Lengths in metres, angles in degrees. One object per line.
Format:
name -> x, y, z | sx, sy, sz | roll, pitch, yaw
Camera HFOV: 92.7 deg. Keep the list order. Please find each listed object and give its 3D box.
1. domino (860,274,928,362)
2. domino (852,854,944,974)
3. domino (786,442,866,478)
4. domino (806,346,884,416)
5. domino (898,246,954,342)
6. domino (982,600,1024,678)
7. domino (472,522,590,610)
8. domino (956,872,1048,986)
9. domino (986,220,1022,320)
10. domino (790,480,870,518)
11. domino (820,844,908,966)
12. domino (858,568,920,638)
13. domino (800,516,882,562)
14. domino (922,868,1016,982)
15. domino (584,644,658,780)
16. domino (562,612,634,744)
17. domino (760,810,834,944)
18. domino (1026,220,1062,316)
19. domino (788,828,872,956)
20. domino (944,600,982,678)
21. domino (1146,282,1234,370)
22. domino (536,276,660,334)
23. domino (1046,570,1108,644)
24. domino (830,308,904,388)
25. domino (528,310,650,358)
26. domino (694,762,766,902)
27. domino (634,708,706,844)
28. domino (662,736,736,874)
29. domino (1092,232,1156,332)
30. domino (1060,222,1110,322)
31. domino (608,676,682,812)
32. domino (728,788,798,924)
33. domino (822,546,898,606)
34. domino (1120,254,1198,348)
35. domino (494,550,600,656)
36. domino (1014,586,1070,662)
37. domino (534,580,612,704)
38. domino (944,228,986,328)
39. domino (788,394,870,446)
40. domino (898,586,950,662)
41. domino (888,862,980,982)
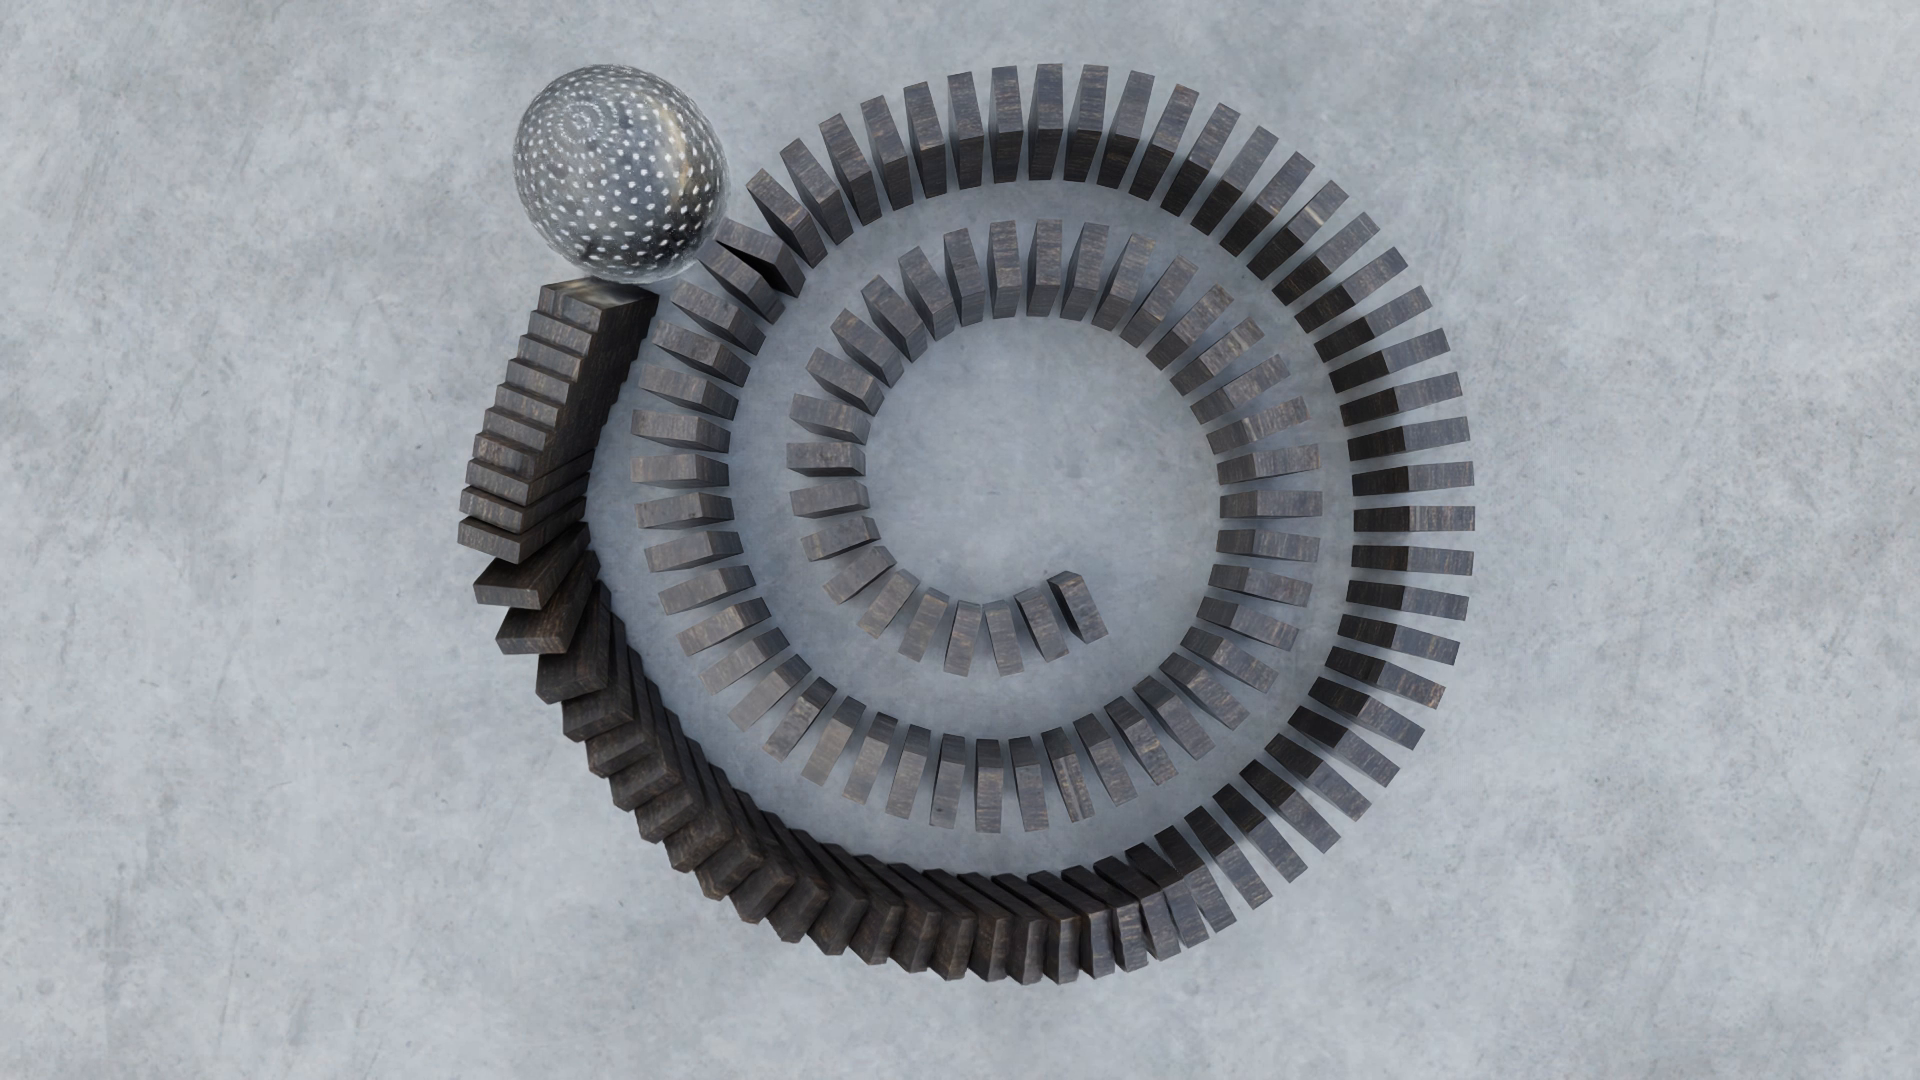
domino -> -0.026, -0.089, 0.375 | 0.010, 0.050, 0.025 | -43, 90, 0
domino -> -0.029, 0.153, 0.379 | 0.009, 0.050, 0.025 | 17, 90, -44
domino -> -0.054, -0.032, 0.375 | 0.025, 0.050, 0.010 | -1, 90, 0
domino -> -0.046, -0.064, 0.375 | 0.025, 0.050, 0.009 | 29, 90, 0
domino -> -0.013, -0.099, 0.375 | 0.009, 0.050, 0.025 | -32, 90, 0
domino -> 0.017, 0.039, 0.375 | 0.009, 0.050, 0.025 | -13, 90, 0
domino -> -0.174, 0.009, 0.376 | 0.025, 0.050, 0.010 | 5, 123, 0
domino -> 0.015, 0.158, 0.377 | 0.009, 0.050, 0.025 | 7, 90, -34
domino -> 0.018, -0.109, 0.375 | 0.009, 0.050, 0.025 | -7, 90, 0
domino -> -0.052, -0.016, 0.375 | 0.025, 0.050, 0.009 | -11, 90, 0
domino -> -0.045, 0.150, 0.379 | 0.050, 0.010, 0.025 | 22, 90, 44
domino -> -0.028, 0.025, 0.375 | 0.010, 0.050, 0.025 | 37, 90, 0
domino -> -0.048, 0.000, 0.375 | 0.025, 0.050, 0.010 | -21, 90, 0
domino -> 0.001, 0.157, 0.377 | 0.010, 0.050, 0.025 | 9, 90, -38
domino -> -0.143, 0.071, 0.381 | 0.025, 0.009, 0.050 | -28, 51, 0
domino -> -0.152, 0.056, 0.381 | 0.025, 0.010, 0.050 | -23, 52, 0
domino -> -0.075, 0.139, 0.380 | 0.050, 0.009, 0.025 | 35, 90, 42
domino -> 0.034, -0.110, 0.375 | 0.010, 0.050, 0.025 | 1, 90, 0
domino -> -0.060, 0.145, 0.380 | 0.050, 0.010, 0.025 | 28, 90, 43
domino -> 0.001, 0.039, 0.375 | 0.009, 0.050, 0.025 | 13, 90, 0
domino -> 0.093, -0.086, 0.375 | 0.009, 0.050, 0.025 | 44, 90, 0
domino -> -0.147, -0.098, 0.375 | 0.025, 0.050, 0.010 | 22, 113, 0
domino -> 0.047, 0.027, 0.375 | 0.010, 0.050, 0.025 | -25, 90, 0
domino -> -0.037, -0.077, 0.375 | 0.025, 0.050, 0.010 | 38, 90, 0
domino -> -0.150, -0.088, 0.375 | 0.025, 0.050, 0.009 | 22, 113, 0
domino -> -0.102, 0.120, 0.380 | 0.025, 0.009, 0.050 | -43, 49, 0
domino -> -0.125, 0.097, 0.381 | 0.025, 0.010, 0.050 | -34, 51, 0
domino -> -0.114, 0.109, 0.380 | 0.025, 0.010, 0.050 | -38, 50, 0
domino -> 0.066, -0.104, 0.375 | 0.009, 0.050, 0.025 | 21, 90, 0
domino -> 0.050, -0.108, 0.375 | 0.009, 0.050, 0.025 | 10, 90, 0
domino -> -0.134, 0.084, 0.381 | 0.025, 0.010, 0.050 | -31, 51, 0
domino -> -0.089, 0.130, 0.380 | 0.025, 0.009, 0.050 | -48, 49, 0
domino -> -0.040, 0.014, 0.375 | 0.025, 0.050, 0.010 | -38, 90, 0
domino -> 0.080, -0.096, 0.375 | 0.009, 0.050, 0.025 | 35, 90, 0
domino -> -0.169, 0.025, 0.378 | 0.025, 0.050, 0.010 | -2, 132, 0
domino -> 0.033, 0.034, 0.375 | 0.010, 0.050, 0.025 | -24, 90, 0
domino -> -0.160, 0.042, 0.380 | 0.025, 0.009, 0.050 | -17, 49, 0
domino -> 0.002, -0.106, 0.375 | 0.010, 0.050, 0.025 | -17, 90, 0
domino -> -0.052, -0.049, 0.375 | 0.025, 0.050, 0.010 | 13, 90, 0
domino -> -0.014, 0.034, 0.375 | 0.009, 0.050, 0.025 | 26, 90, 0
domino -> -0.015, 0.156, 0.378 | 0.010, 0.050, 0.025 | 15, 90, -41
